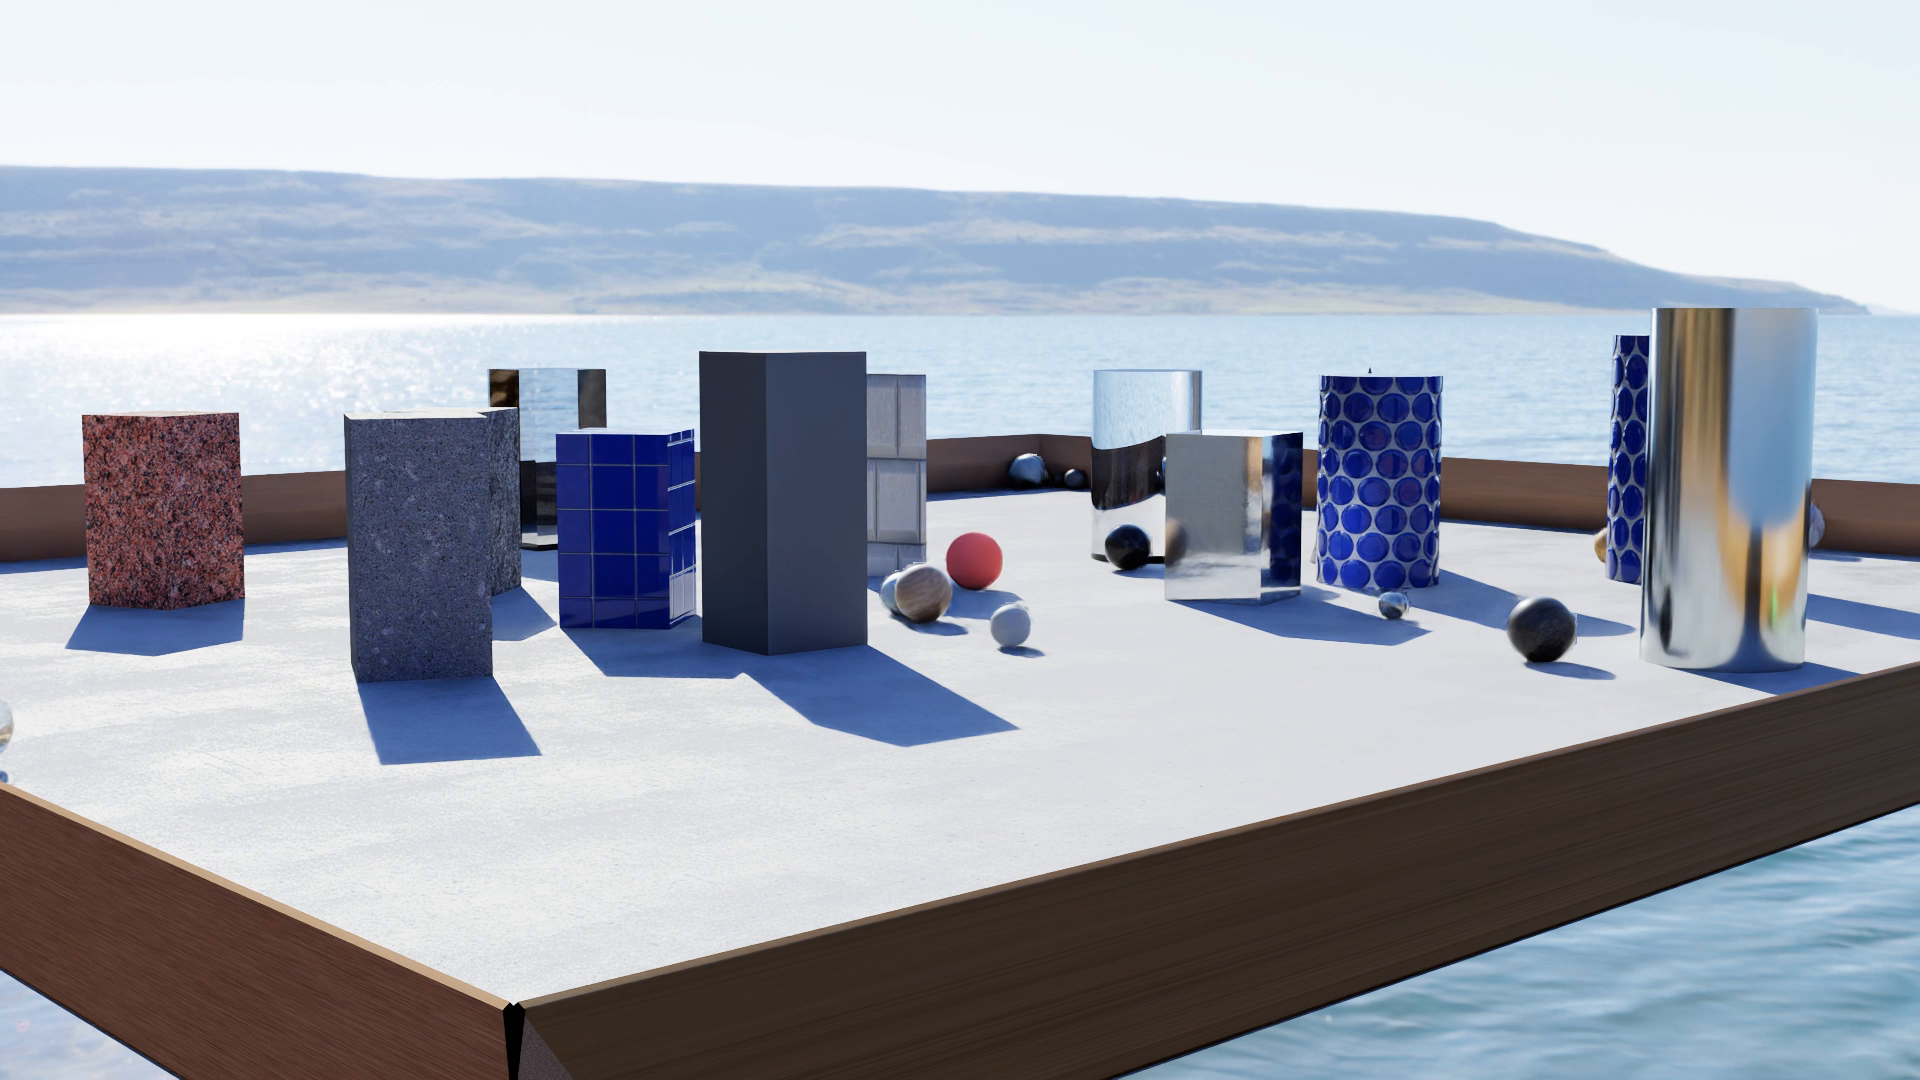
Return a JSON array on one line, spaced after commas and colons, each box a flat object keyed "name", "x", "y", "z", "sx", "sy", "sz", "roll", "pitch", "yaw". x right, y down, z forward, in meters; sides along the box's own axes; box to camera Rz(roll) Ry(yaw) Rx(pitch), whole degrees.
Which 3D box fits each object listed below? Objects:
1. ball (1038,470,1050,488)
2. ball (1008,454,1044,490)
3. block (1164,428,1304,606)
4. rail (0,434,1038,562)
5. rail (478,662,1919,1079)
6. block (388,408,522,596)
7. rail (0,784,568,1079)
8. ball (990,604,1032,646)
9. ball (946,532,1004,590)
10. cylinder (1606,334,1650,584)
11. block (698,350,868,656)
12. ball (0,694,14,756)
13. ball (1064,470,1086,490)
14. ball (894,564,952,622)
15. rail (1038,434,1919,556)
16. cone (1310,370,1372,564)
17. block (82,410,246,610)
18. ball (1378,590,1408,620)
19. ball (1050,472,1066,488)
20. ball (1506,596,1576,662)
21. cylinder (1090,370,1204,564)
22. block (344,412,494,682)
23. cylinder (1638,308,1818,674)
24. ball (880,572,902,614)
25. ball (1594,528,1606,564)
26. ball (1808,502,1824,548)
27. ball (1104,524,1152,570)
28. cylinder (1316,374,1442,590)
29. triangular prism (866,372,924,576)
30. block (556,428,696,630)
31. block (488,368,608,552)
[{"name": "ball", "x": 0.204, "y": -0.157, "z": 5.573, "sx": 0.049, "sy": 0.049, "sz": 0.049, "roll": 0, "pitch": 6, "yaw": 0}, {"name": "ball", "x": 0.166, "y": -0.170, "z": 5.515, "sx": 0.086, "sy": 0.086, "sz": 0.086, "roll": 0, "pitch": 6, "yaw": 0}, {"name": "block", "x": 0.426, "y": -0.038, "z": 3.419, "sx": 0.160, "sy": 0.258, "sz": 0.160, "roll": 4, "pitch": 7, "yaw": 31}, {"name": "rail", "x": -1.058, "y": -0.085, "z": 4.472, "sx": 3.476, "sy": 0.130, "sz": 0.045, "roll": -5, "pitch": 8, "yaw": -42}, {"name": "rail", "x": 1.058, "y": 0.152, "z": 2.191, "sx": 3.476, "sy": 0.130, "sz": 0.045, "roll": -5, "pitch": 8, "yaw": -42}, {"name": "block", "x": -0.803, "y": -0.062, "z": 3.492, "sx": 0.160, "sy": 0.290, "sz": 0.160, "roll": 1, "pitch": 6, "yaw": 8}, {"name": "rail", "x": -1.260, "y": 0.154, "z": 2.175, "sx": 0.045, "sy": 0.130, "sz": 3.168, "roll": -5, "pitch": 8, "yaw": -42}, {"name": "ball", "x": 0.067, "y": 0.114, "z": 2.925, "sx": 0.056, "sy": 0.056, "sz": 0.056, "roll": 0, "pitch": 6, "yaw": 0}, {"name": "ball", "x": 0.023, "y": 0.034, "z": 3.521, "sx": 0.093, "sy": 0.093, "sz": 0.093, "roll": 0, "pitch": 6, "yaw": 0}, {"name": "cylinder", "x": 1.181, "y": -0.137, "z": 3.649, "sx": 0.200, "sy": 0.406, "sz": 0.200, "roll": 0, "pitch": 6, "yaw": 0}, {"name": "block", "x": -0.236, "y": -0.056, "z": 2.940, "sx": 0.160, "sy": 0.392, "sz": 0.160, "roll": -5, "pitch": 8, "yaw": -39}, {"name": "ball", "x": -0.968, "y": 0.181, "z": 2.141, "sx": 0.086, "sy": 0.086, "sz": 0.086, "roll": 0, "pitch": 6, "yaw": 0}, {"name": "ball", "x": 0.287, "y": -0.151, "z": 5.498, "sx": 0.052, "sy": 0.052, "sz": 0.052, "roll": 0, "pitch": 6, "yaw": 0}, {"name": "ball", "x": -0.052, "y": 0.076, "z": 3.159, "sx": 0.084, "sy": 0.084, "sz": 0.084, "roll": 0, "pitch": 6, "yaw": 0}, {"name": "rail", "x": 1.260, "y": -0.086, "z": 4.488, "sx": 0.045, "sy": 0.130, "sz": 3.168, "roll": -5, "pitch": 8, "yaw": -42}, {"name": "cone", "x": 0.723, "y": -0.134, "z": 3.893, "sx": 0.200, "sy": 0.349, "sz": 0.200, "roll": 0, "pitch": 6, "yaw": 0}, {"name": "block", "x": -1.220, "y": -0.050, "z": 3.373, "sx": 0.160, "sy": 0.289, "sz": 0.160, "roll": 3, "pitch": 7, "yaw": 25}, {"name": "ball", "x": 0.628, "y": 0.094, "z": 3.187, "sx": 0.042, "sy": 0.042, "sz": 0.042, "roll": 0, "pitch": 6, "yaw": 0}, {"name": "ball", "x": 0.249, "y": -0.152, "z": 5.555, "sx": 0.041, "sy": 0.041, "sz": 0.041, "roll": 0, "pitch": 6, "yaw": 0}, {"name": "ball", "x": 0.739, "y": 0.113, "z": 2.796, "sx": 0.086, "sy": 0.086, "sz": 0.086, "roll": 0, "pitch": 6, "yaw": 0}, {"name": "cylinder", "x": 0.336, "y": -0.136, "z": 3.969, "sx": 0.200, "sy": 0.339, "sz": 0.200, "roll": 0, "pitch": 6, "yaw": 0}, {"name": "block", "x": -0.673, "y": 0.004, "z": 2.727, "sx": 0.160, "sy": 0.317, "sz": 0.160, "roll": -2, "pitch": 6, "yaw": -18}, {"name": "cylinder", "x": 0.973, "y": -0.069, "z": 2.791, "sx": 0.200, "sy": 0.448, "sz": 0.200, "roll": 0, "pitch": 6, "yaw": 0}, {"name": "ball", "x": -0.087, "y": 0.079, "z": 3.245, "sx": 0.060, "sy": 0.060, "sz": 0.060, "roll": 0, "pitch": 6, "yaw": 0}, {"name": "ball", "x": 1.147, "y": 0.011, "z": 3.850, "sx": 0.070, "sy": 0.070, "sz": 0.070, "roll": 0, "pitch": 6, "yaw": 0}, {"name": "ball", "x": 1.548, "y": -0.027, "z": 4.076, "sx": 0.100, "sy": 0.100, "sz": 0.100, "roll": 0, "pitch": 6, "yaw": 0}, {"name": "ball", "x": 0.289, "y": 0.012, "z": 3.791, "sx": 0.081, "sy": 0.081, "sz": 0.081, "roll": 0, "pitch": 6, "yaw": 0}, {"name": "cylinder", "x": 0.689, "y": -0.101, "z": 3.616, "sx": 0.200, "sy": 0.341, "sz": 0.200, "roll": 0, "pitch": 6, "yaw": 0}, {"name": "triangular prism", "x": -0.105, "y": -0.116, "z": 3.762, "sx": 0.173, "sy": 0.340, "sz": 0.150, "roll": 3, "pitch": 7, "yaw": 25}, {"name": "block", "x": -0.477, "y": -0.020, "z": 3.161, "sx": 0.160, "sy": 0.274, "sz": 0.160, "roll": 1, "pitch": 6, "yaw": 7}, {"name": "block", "x": -0.783, "y": -0.157, "z": 4.184, "sx": 0.160, "sy": 0.336, "sz": 0.160, "roll": -6, "pitch": 8, "yaw": -44}]
